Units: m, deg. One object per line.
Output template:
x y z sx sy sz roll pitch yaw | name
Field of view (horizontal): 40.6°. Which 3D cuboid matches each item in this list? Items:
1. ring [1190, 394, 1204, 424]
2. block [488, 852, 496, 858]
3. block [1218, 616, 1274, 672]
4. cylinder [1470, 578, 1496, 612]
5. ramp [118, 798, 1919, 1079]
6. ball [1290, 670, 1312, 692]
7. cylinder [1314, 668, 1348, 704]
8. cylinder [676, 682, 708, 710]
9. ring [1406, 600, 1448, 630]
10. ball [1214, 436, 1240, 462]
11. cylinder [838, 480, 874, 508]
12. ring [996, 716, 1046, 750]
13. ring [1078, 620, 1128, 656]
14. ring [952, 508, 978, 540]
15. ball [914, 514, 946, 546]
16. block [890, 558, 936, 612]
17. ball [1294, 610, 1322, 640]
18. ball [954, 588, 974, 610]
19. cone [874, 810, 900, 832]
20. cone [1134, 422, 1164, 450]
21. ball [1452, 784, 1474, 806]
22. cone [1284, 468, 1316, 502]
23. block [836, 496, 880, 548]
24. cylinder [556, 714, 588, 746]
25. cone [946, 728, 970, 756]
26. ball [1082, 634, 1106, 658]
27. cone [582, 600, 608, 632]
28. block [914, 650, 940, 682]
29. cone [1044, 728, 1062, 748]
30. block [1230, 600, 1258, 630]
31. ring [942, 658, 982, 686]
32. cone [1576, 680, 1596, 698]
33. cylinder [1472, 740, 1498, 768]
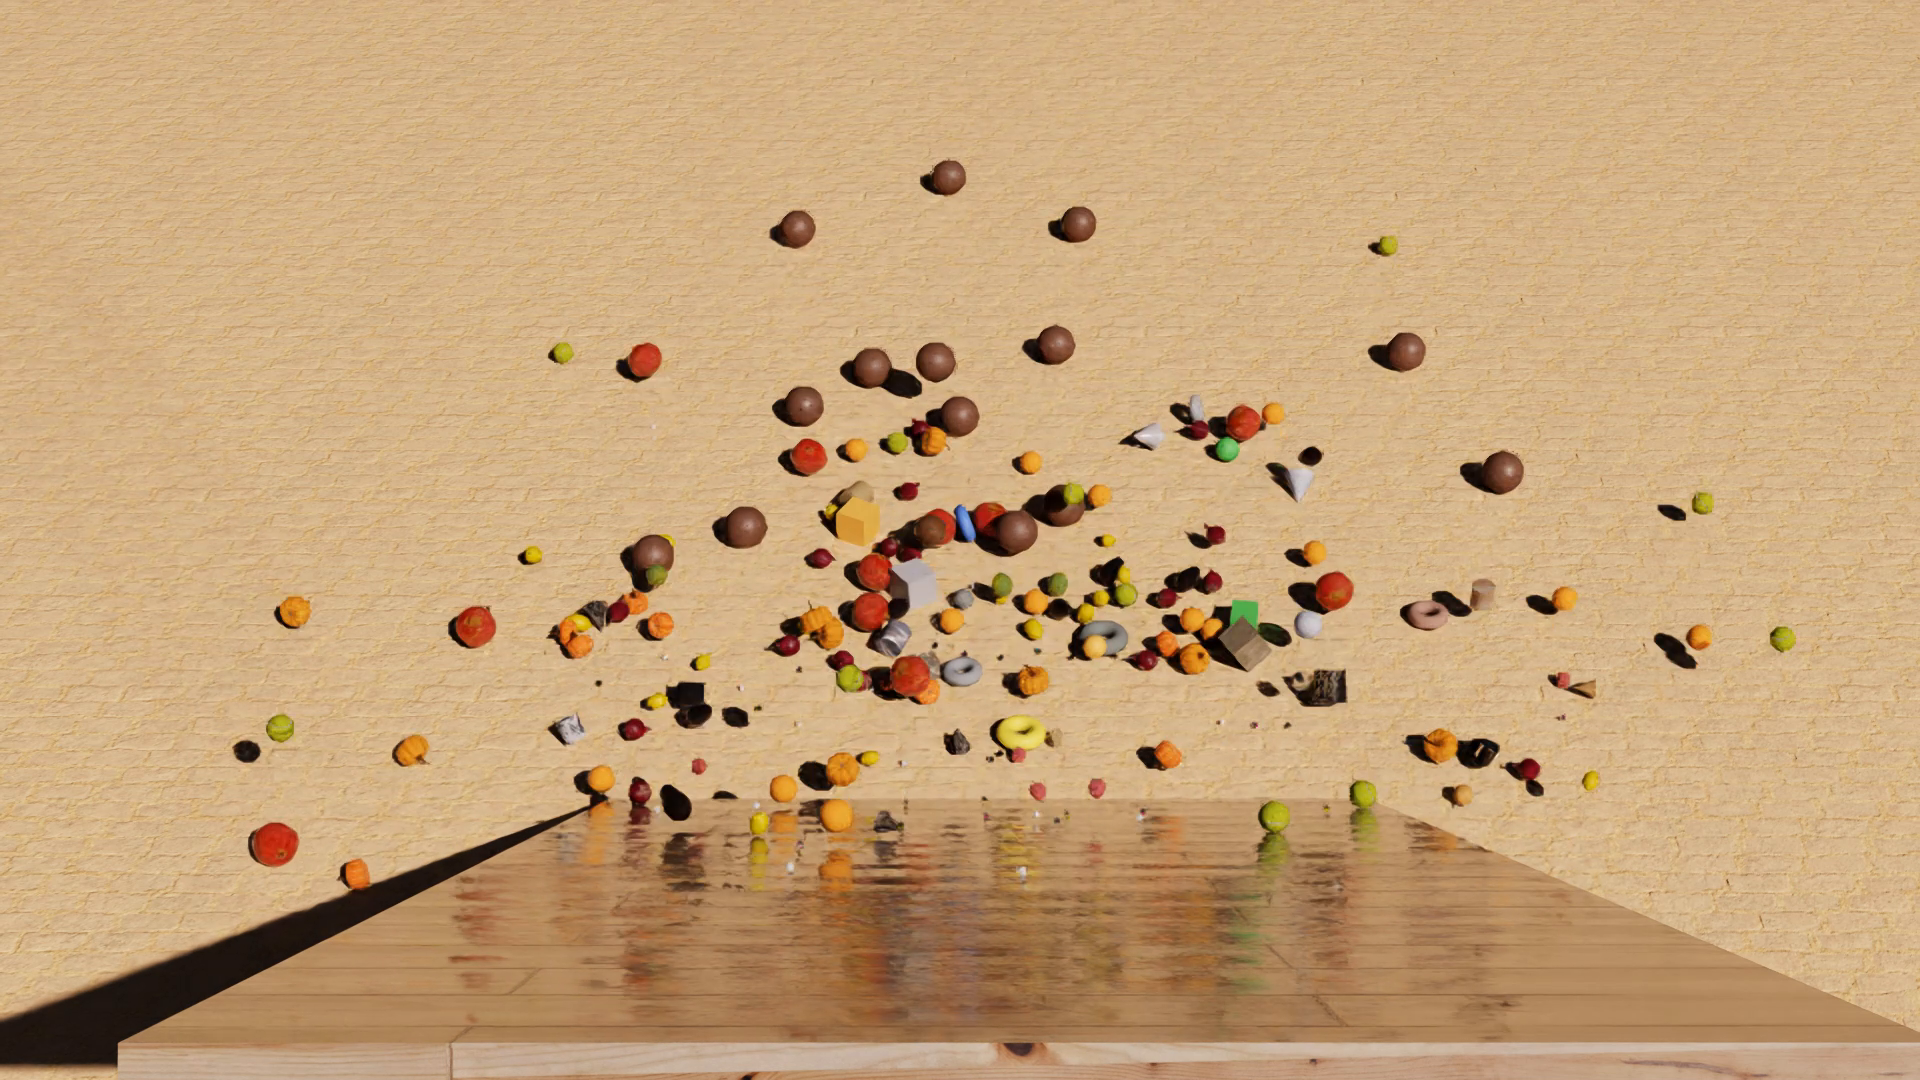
0.770 -0.426 8.460 0.033 0.100 0.100 -7 33 17 | ring
-1.171 0.859 6.626 0.078 0.078 0.078 -54 42 -6 | block
0.815 0.297 7.413 0.094 0.094 0.094 -40 41 4 | block
1.516 0.160 7.531 0.068 0.068 0.068 -3 35 2 | cylinder
0.078 0.666 4.842 2.000 0.100 4.000 0 -2 0 | ramp
0.942 0.389 7.178 0.056 0.056 0.056 0 35 0 | ball
1.032 0.406 7.235 0.091 0.091 0.091 -1 -1 0 | cylinder
-0.749 0.434 7.265 0.077 0.077 0.077 1 35 1 | cylinder
1.369 0.219 7.602 0.122 0.041 0.122 -1 33 0 | ring
0.853 -0.290 8.292 0.077 0.077 0.077 0 35 0 | ball
-0.321 -0.131 8.064 0.080 0.080 0.080 20 40 26 | cylinder
0.168 0.531 7.153 0.138 0.046 0.138 0 31 0 | ring
0.415 0.282 7.506 0.144 0.048 0.144 0 34 0 | ring
0.016 -0.050 7.918 0.039 0.116 0.116 -37 42 0 | ring
-0.088 -0.028 7.753 0.097 0.097 0.097 0 35 0 | ball
-0.138 0.131 7.676 0.099 0.099 0.099 -22 41 -28 | block
0.989 0.241 7.383 0.082 0.082 0.082 0 35 0 | ball
0.010 0.174 7.650 0.059 0.059 0.059 0 35 0 | ball
-0.150 0.620 5.636 0.053 0.053 0.053 20 39 36 | cone
0.588 -0.332 8.318 0.089 0.089 0.089 -3 31 -36 | cone
1.343 0.680 6.934 0.056 0.056 0.056 0 35 0 | ball
1.061 -0.156 8.131 0.100 0.100 0.100 4 62 6 | cone
-0.310 -0.055 7.941 0.097 0.097 0.097 18 39 23 | block
-1.066 0.520 7.129 0.065 0.065 0.065 -25 4 2 | cylinder
-0.006 0.541 7.120 0.070 0.070 0.070 0 35 0 | cone
0.384 0.304 7.416 0.068 0.068 0.068 0 35 0 | ball
-1.057 0.233 7.584 0.083 0.083 0.083 -11 63 -15 | cone
-0.092 0.360 7.386 0.058 0.058 0.058 -11 37 -16 | block
0.247 0.546 7.146 0.052 0.052 0.052 -7 27 35 | cone
0.826 0.230 7.555 0.077 0.077 0.077 5 35 7 | block
0.007 0.374 7.383 0.116 0.039 0.116 -3 33 2 | ring
1.755 0.417 7.305 0.056 0.056 0.056 4 35 2 | cone
1.422 0.578 7.024 0.052 0.052 0.052 19 27 -10 | cylinder
